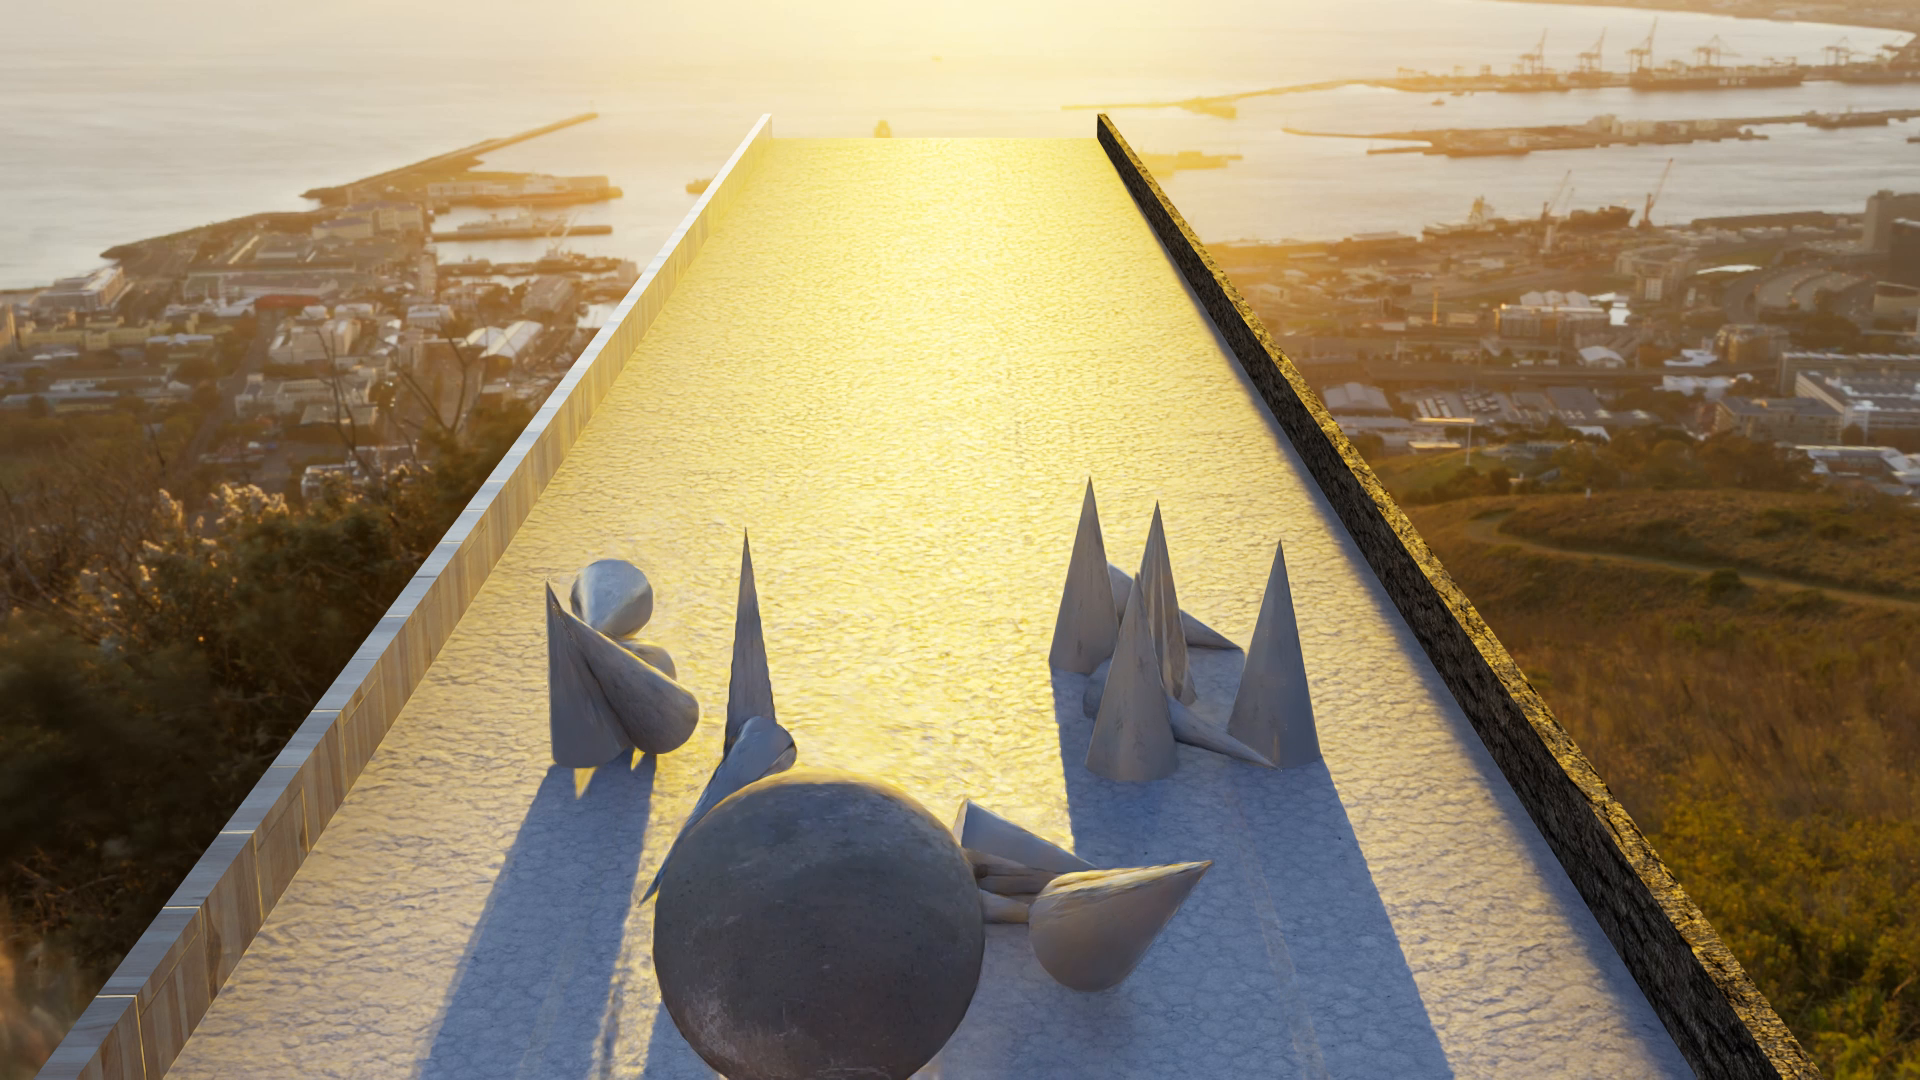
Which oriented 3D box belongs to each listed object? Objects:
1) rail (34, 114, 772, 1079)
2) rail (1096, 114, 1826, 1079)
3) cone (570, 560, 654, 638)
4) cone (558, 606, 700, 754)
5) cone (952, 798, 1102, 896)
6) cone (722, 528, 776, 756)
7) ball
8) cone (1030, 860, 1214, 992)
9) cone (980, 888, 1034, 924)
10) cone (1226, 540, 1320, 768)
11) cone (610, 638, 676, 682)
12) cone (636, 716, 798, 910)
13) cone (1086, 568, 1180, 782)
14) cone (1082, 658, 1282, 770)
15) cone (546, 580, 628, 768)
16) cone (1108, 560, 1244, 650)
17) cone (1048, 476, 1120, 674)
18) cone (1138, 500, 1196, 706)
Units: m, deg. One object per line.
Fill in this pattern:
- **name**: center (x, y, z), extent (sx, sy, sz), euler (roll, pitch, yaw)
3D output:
- **rail**: center (-1.118, -0.838, 7.780), extent (0.050, 0.150, 12.000), euler (0, 17, -1)
- **rail**: center (0.932, -0.844, 7.801), extent (0.050, 0.150, 12.000), euler (0, 17, -1)
- **cone**: center (-0.645, 0.140, 3.948), extent (0.156, 0.156, 0.333), euler (-1, 9, -2)
- **cone**: center (-0.599, 0.215, 3.788), extent (0.139, 0.437, 0.139), euler (-9, 57, 15)
- **cone**: center (0.138, 0.507, 3.387), extent (0.303, 0.156, 0.156), euler (14, 16, -4)
- **cone**: center (-0.371, 0.179, 3.862), extent (0.106, 0.435, 0.106), euler (0, 17, 0)
- **ball**: center (-0.169, 0.474, 2.644), extent (0.399, 0.399, 0.399), euler (0, 17, 0)
- **cone**: center (0.247, 0.475, 2.919), extent (0.171, 0.171, 0.449), euler (-7, -18, -21)
- **cone**: center (0.013, 0.544, 3.281), extent (0.335, 0.112, 0.112), euler (9, 17, 2)
- **cone**: center (0.560, 0.185, 3.903), extent (0.176, 0.400, 0.176), euler (0, 17, 0)
- **cone**: center (-0.624, 0.212, 3.922), extent (0.157, 0.157, 0.395), euler (2, -14, 5)
- **cone**: center (-0.407, 0.452, 3.495), extent (0.110, 0.110, 0.438), euler (7, 34, 23)
- **cone**: center (0.305, 0.222, 3.842), extent (0.168, 0.364, 0.168), euler (0, 17, 0)
- **cone**: center (0.412, 0.337, 3.937), extent (0.388, 0.118, 0.118), euler (23, 26, 31)
- **cone**: center (-0.684, 0.216, 3.845), extent (0.138, 0.350, 0.138), euler (-7, 28, 4)
- **cone**: center (0.424, 0.171, 4.505), extent (0.333, 0.173, 0.173), euler (19, 20, 10)
- **cone**: center (0.255, 0.054, 4.360), extent (0.157, 0.391, 0.157), euler (0, 17, 0)
- **cone**: center (0.369, 0.110, 4.165), extent (0.169, 0.395, 0.169), euler (0, 17, 0)
